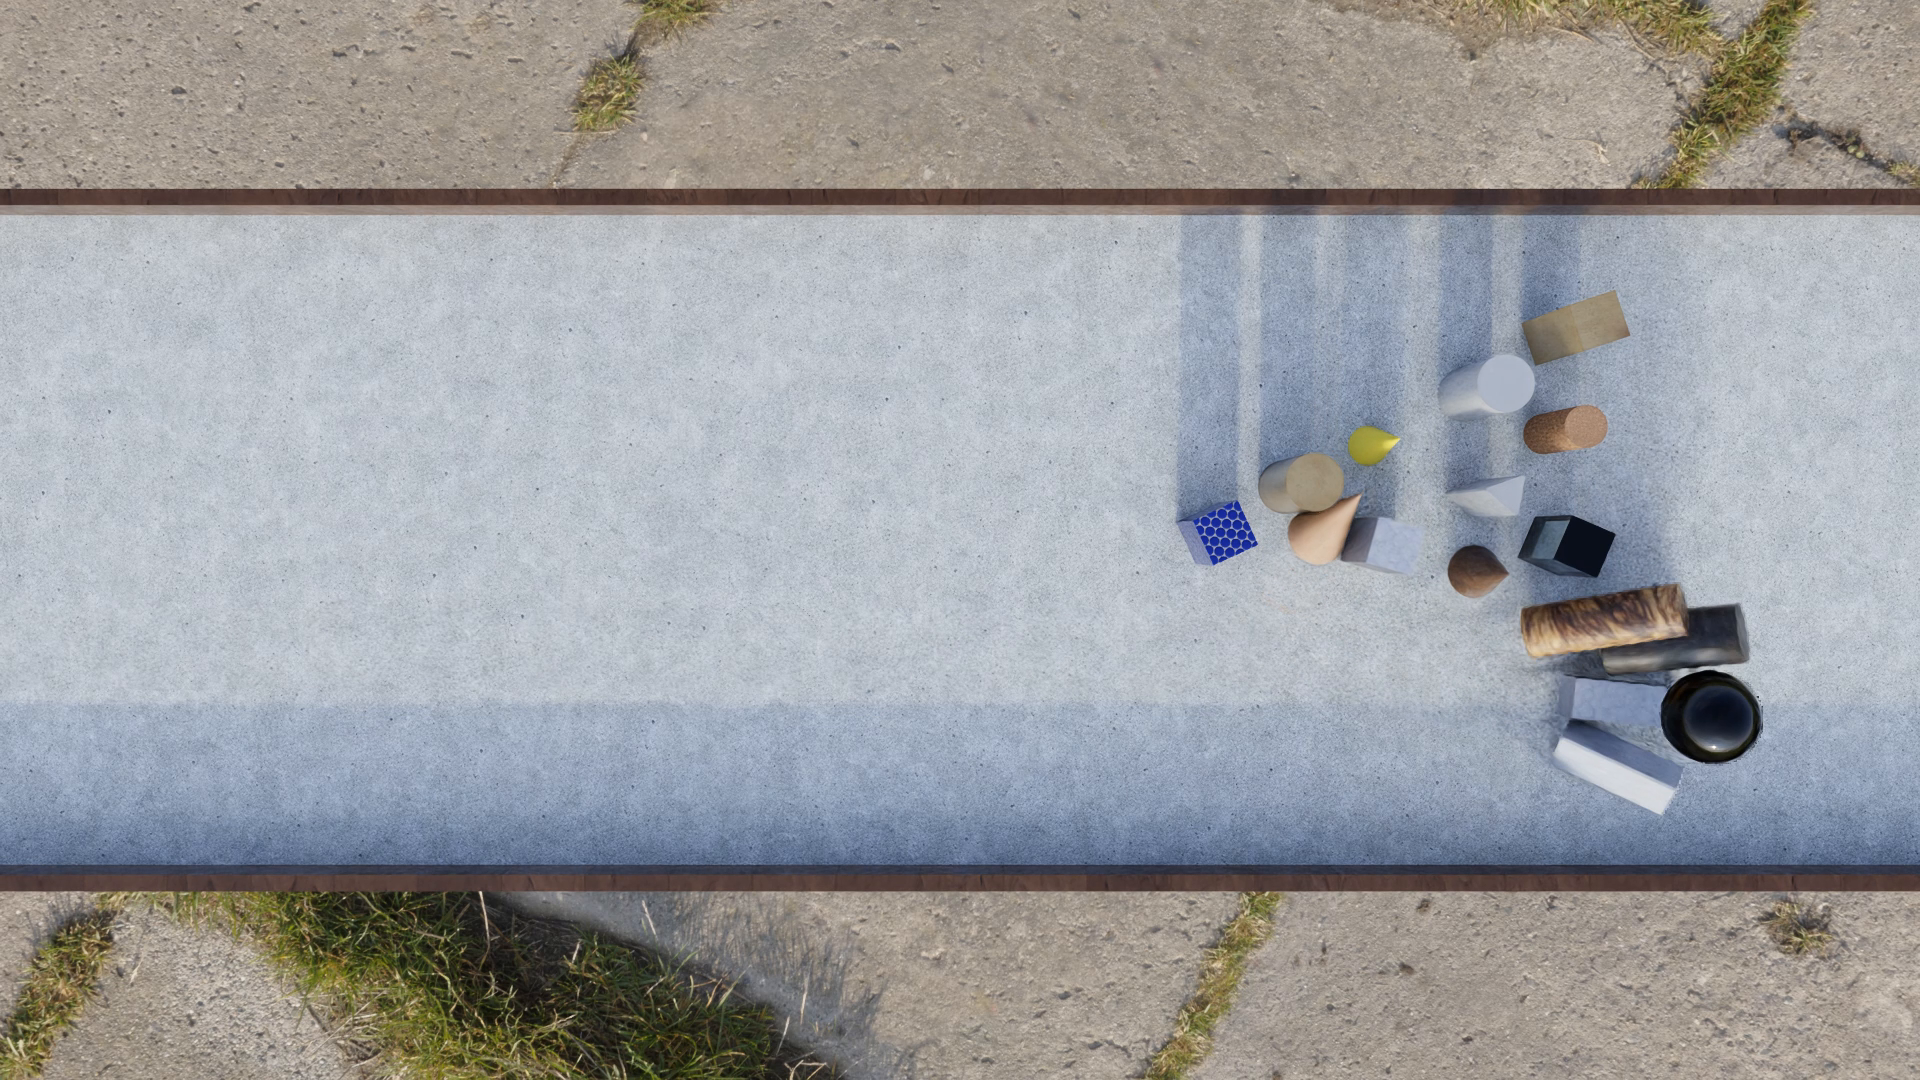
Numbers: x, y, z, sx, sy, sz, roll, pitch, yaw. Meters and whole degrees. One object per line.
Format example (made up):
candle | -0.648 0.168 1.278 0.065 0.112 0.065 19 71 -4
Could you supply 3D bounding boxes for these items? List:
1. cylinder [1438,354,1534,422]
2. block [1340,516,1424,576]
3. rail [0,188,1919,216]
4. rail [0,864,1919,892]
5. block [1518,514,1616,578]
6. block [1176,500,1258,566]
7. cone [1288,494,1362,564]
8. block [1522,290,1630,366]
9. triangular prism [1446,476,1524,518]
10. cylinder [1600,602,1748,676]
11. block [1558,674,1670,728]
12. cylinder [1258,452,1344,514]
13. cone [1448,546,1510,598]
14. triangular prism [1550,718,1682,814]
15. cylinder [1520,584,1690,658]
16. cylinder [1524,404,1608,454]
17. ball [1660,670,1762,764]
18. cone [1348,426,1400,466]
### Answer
cylinder | 1.551 -0.446 4.881 0.165 0.391 0.165 0 90 0
block | 1.257 0.017 4.919 0.138 0.315 0.138 15 90 0
rail | -2.247 -1.025 5.002 12.000 0.150 0.050 0 90 0
rail | -2.247 1.025 5.001 12.000 0.150 0.050 0 90 0
block | 1.806 0.019 4.923 0.139 0.308 0.139 23 90 0
block | 0.759 -0.021 4.895 0.141 0.364 0.141 -25 90 0
cone | 1.116 -0.072 4.863 0.177 0.389 0.177 3 71 -7
block | 1.815 -0.623 4.877 0.138 0.399 0.138 -18 90 0
triangular prism | 1.570 -0.145 4.878 0.115 0.396 0.100 40 90 0
cylinder | 2.118 0.297 4.901 0.379 0.176 0.176 -10 90 32
block | 2.017 0.492 5.015 0.346 0.123 0.123 6 90 0
cylinder | 1.000 -0.163 4.861 0.166 0.431 0.166 0 90 0
cone | 1.582 0.097 4.911 0.163 0.331 0.163 0 90 0
triangular prism | 1.969 0.673 4.947 0.343 0.135 0.156 26 90 21
cylinder | 1.901 0.241 4.869 0.441 0.153 0.153 -12 90 31
cylinder | 1.796 -0.326 4.902 0.124 0.348 0.124 0 90 0
ball | 2.154 0.508 4.734 0.267 0.267 0.267 0 90 0
cone | 1.256 -0.290 4.889 0.122 0.375 0.122 0 90 0
